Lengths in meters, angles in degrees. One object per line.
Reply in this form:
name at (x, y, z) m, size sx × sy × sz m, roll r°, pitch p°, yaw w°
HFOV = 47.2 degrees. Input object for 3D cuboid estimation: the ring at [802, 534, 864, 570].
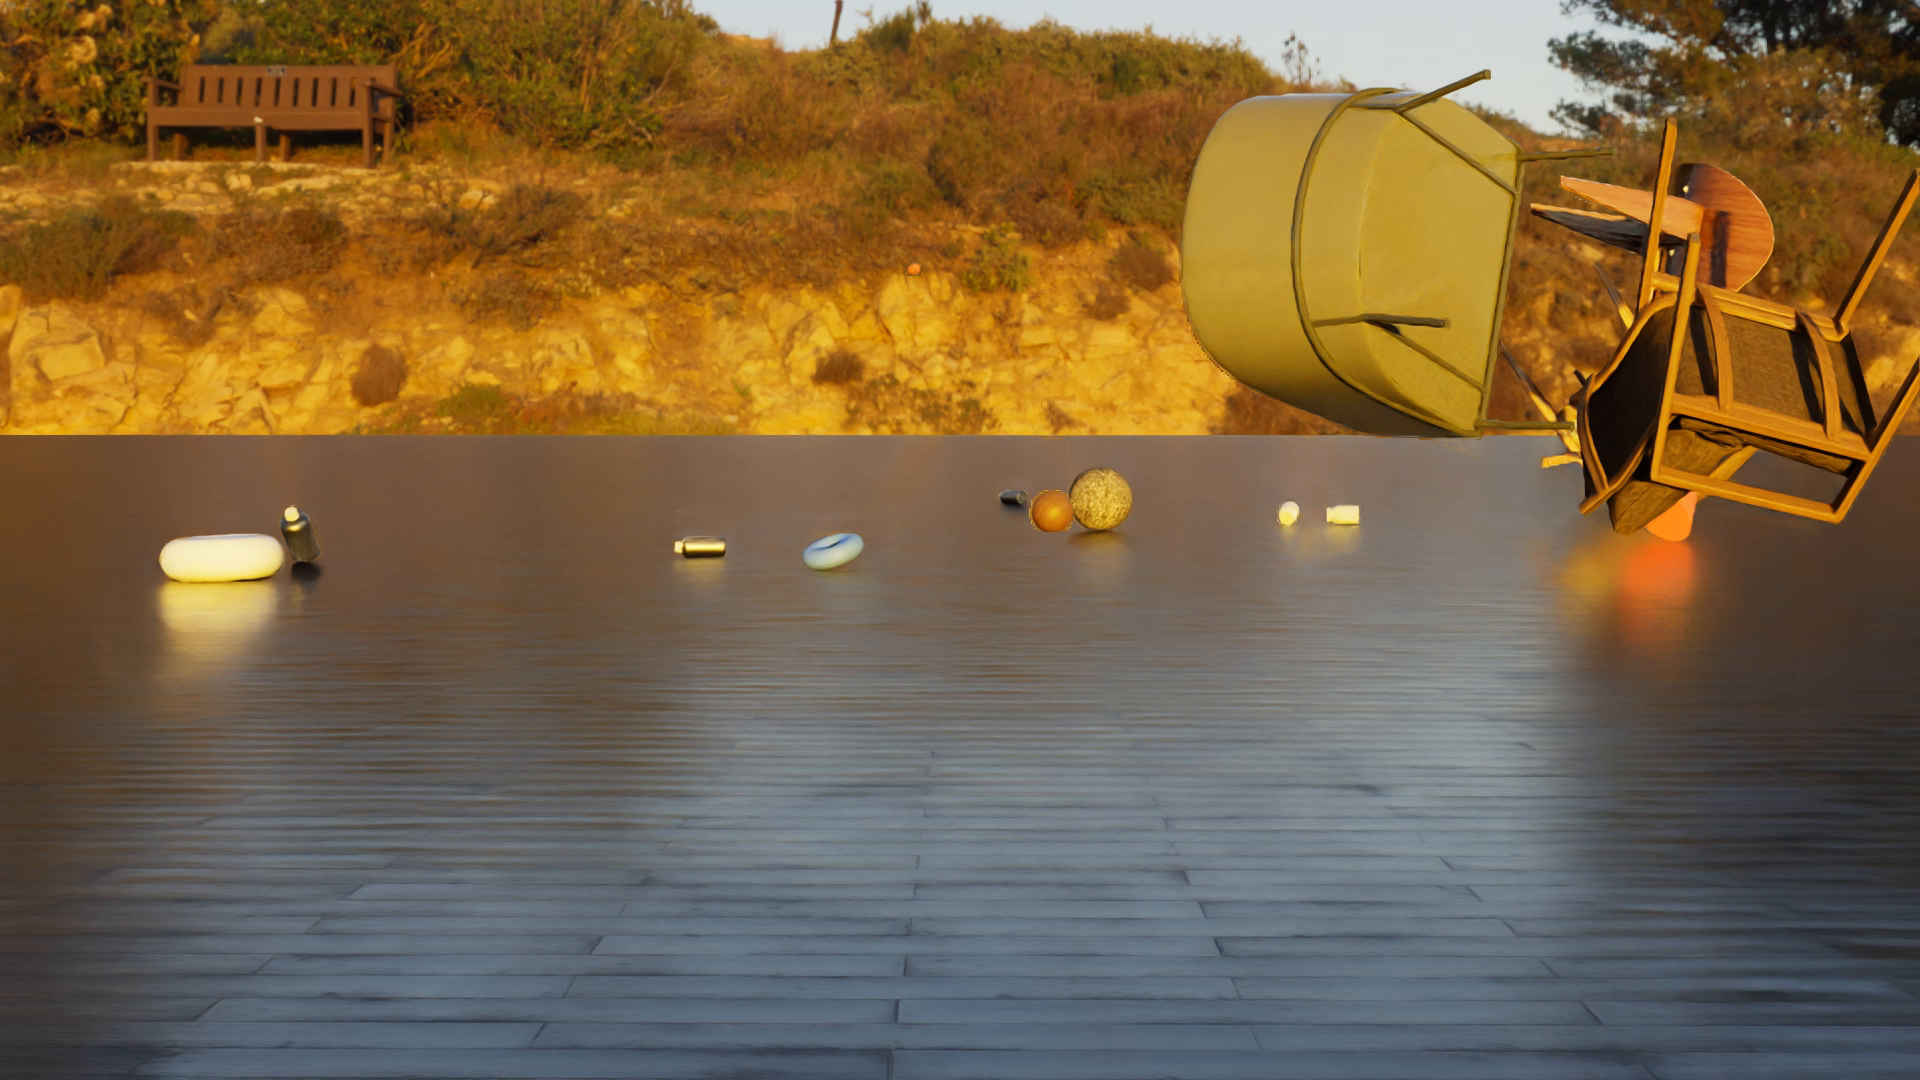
ring at (-0.318, 0.028, 5.508) m, size 0.157 × 0.051 × 0.165 m, roll -29°, pitch 20°, yaw -36°

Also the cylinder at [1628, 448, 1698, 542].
cylinder at (2.077, -0.135, 6.499) m, size 0.140 × 0.239 × 0.175 m, roll -32°, pitch 18°, yaw 41°

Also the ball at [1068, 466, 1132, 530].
ball at (0.444, -0.130, 6.964) m, size 0.203 × 0.203 × 0.203 m, roll 0°, pitch 4°, yaw 0°

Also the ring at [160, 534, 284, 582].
ring at (-1.751, 0.042, 5.221) m, size 0.281 × 0.100 × 0.286 m, roll -4°, pitch 4°, yaw -34°
